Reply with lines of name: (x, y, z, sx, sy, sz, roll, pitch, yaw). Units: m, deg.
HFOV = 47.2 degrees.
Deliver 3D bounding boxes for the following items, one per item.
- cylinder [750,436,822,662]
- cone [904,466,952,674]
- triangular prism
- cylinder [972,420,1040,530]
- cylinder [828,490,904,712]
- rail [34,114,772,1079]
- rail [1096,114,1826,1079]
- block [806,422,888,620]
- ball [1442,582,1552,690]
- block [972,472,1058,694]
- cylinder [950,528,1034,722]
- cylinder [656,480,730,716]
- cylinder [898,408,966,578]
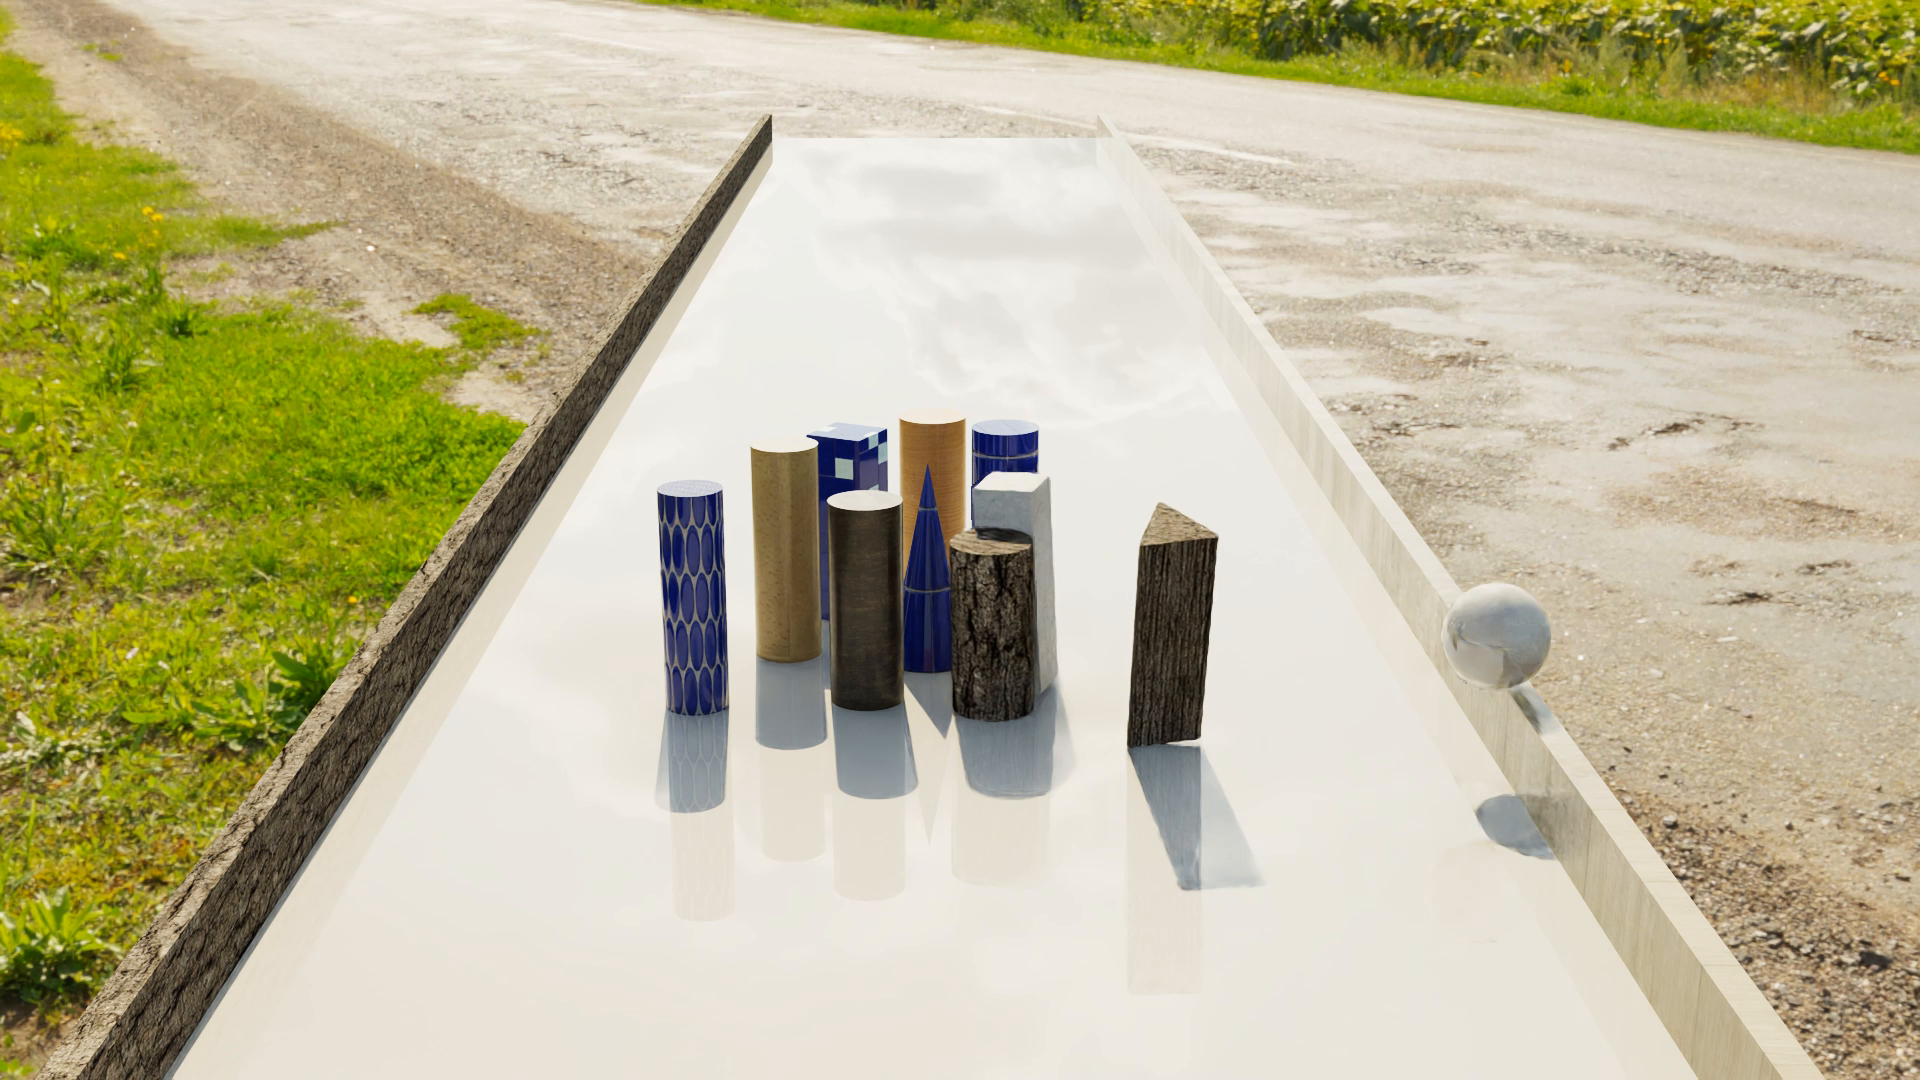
cylinder: (-0.347, 0.019, 4.401, 0.134, 0.435, 0.134, 0, 17, 0)
cone: (-0.063, 0.044, 4.359, 0.161, 0.410, 0.161, 0, 17, 0)
triangular prism: (0.358, 0.150, 3.900, 0.137, 0.445, 0.119, -7, 35, -10)
cylinder: (0.095, -0.041, 4.652, 0.142, 0.406, 0.142, 0, 17, 0)
cylinder: (-0.177, 0.114, 4.154, 0.141, 0.393, 0.141, 0, 17, 0)
rail: (-1.118, -0.838, 7.780, 0.050, 0.150, 12.000, 0, 17, -1)
rail: (0.932, -0.844, 7.801, 0.050, 0.150, 12.000, 0, 17, -1)
block: (-0.236, -0.035, 4.644, 0.125, 0.399, 0.125, 8, 18, 25)
ball: (0.930, 0.167, 3.813, 0.186, 0.186, 0.186, 0, 17, 0)
block: (0.108, 0.082, 4.217, 0.116, 0.405, 0.116, 3, 19, 19)
cylinder: (0.061, 0.158, 4.109, 0.155, 0.329, 0.155, -1, 19, 0)
cylinder: (-0.498, 0.108, 4.118, 0.121, 0.425, 0.121, 0, 17, 0)
cylinder: (-0.061, -0.096, 4.897, 0.149, 0.371, 0.149, 0, 17, 0)
